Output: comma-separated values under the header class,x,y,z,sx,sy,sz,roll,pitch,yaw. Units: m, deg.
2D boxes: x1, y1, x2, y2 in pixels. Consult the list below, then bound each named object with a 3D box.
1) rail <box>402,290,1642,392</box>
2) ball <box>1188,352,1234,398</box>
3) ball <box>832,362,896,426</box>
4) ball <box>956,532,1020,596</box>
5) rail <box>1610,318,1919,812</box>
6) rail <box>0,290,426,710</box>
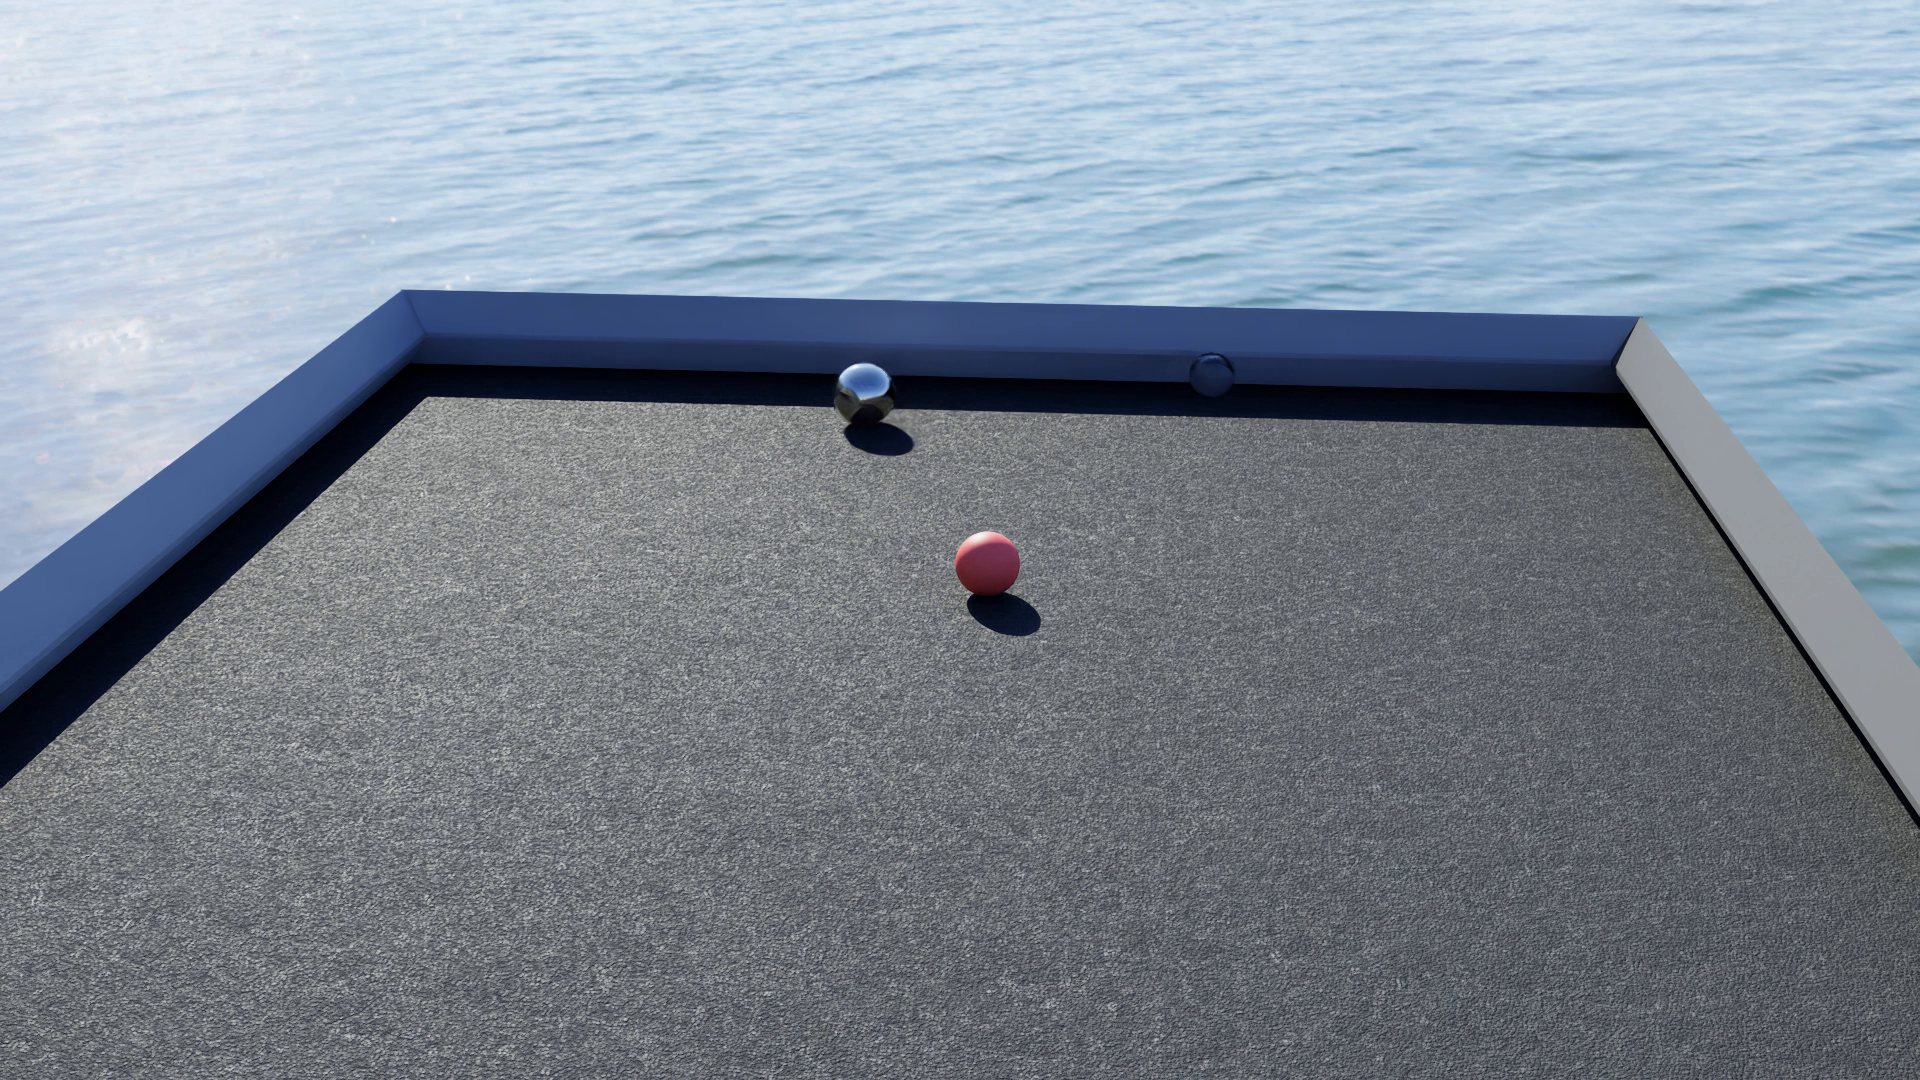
class,x,y,z,sx,sy,sz,roll,pitch,yaw
rail,0.066,-0.281,3.157,1.785,0.111,0.045,2,21,5
ball,0.354,-0.233,3.100,0.063,0.063,0.063,0,21,0
ball,-0.129,-0.198,2.974,0.085,0.085,0.085,0,21,0
ball,0.030,0.026,2.397,0.071,0.071,0.071,0,21,0
rail,0.797,0.283,1.650,0.045,0.111,3.126,2,21,5
rail,-0.934,0.230,1.792,0.045,0.111,3.126,2,21,5
